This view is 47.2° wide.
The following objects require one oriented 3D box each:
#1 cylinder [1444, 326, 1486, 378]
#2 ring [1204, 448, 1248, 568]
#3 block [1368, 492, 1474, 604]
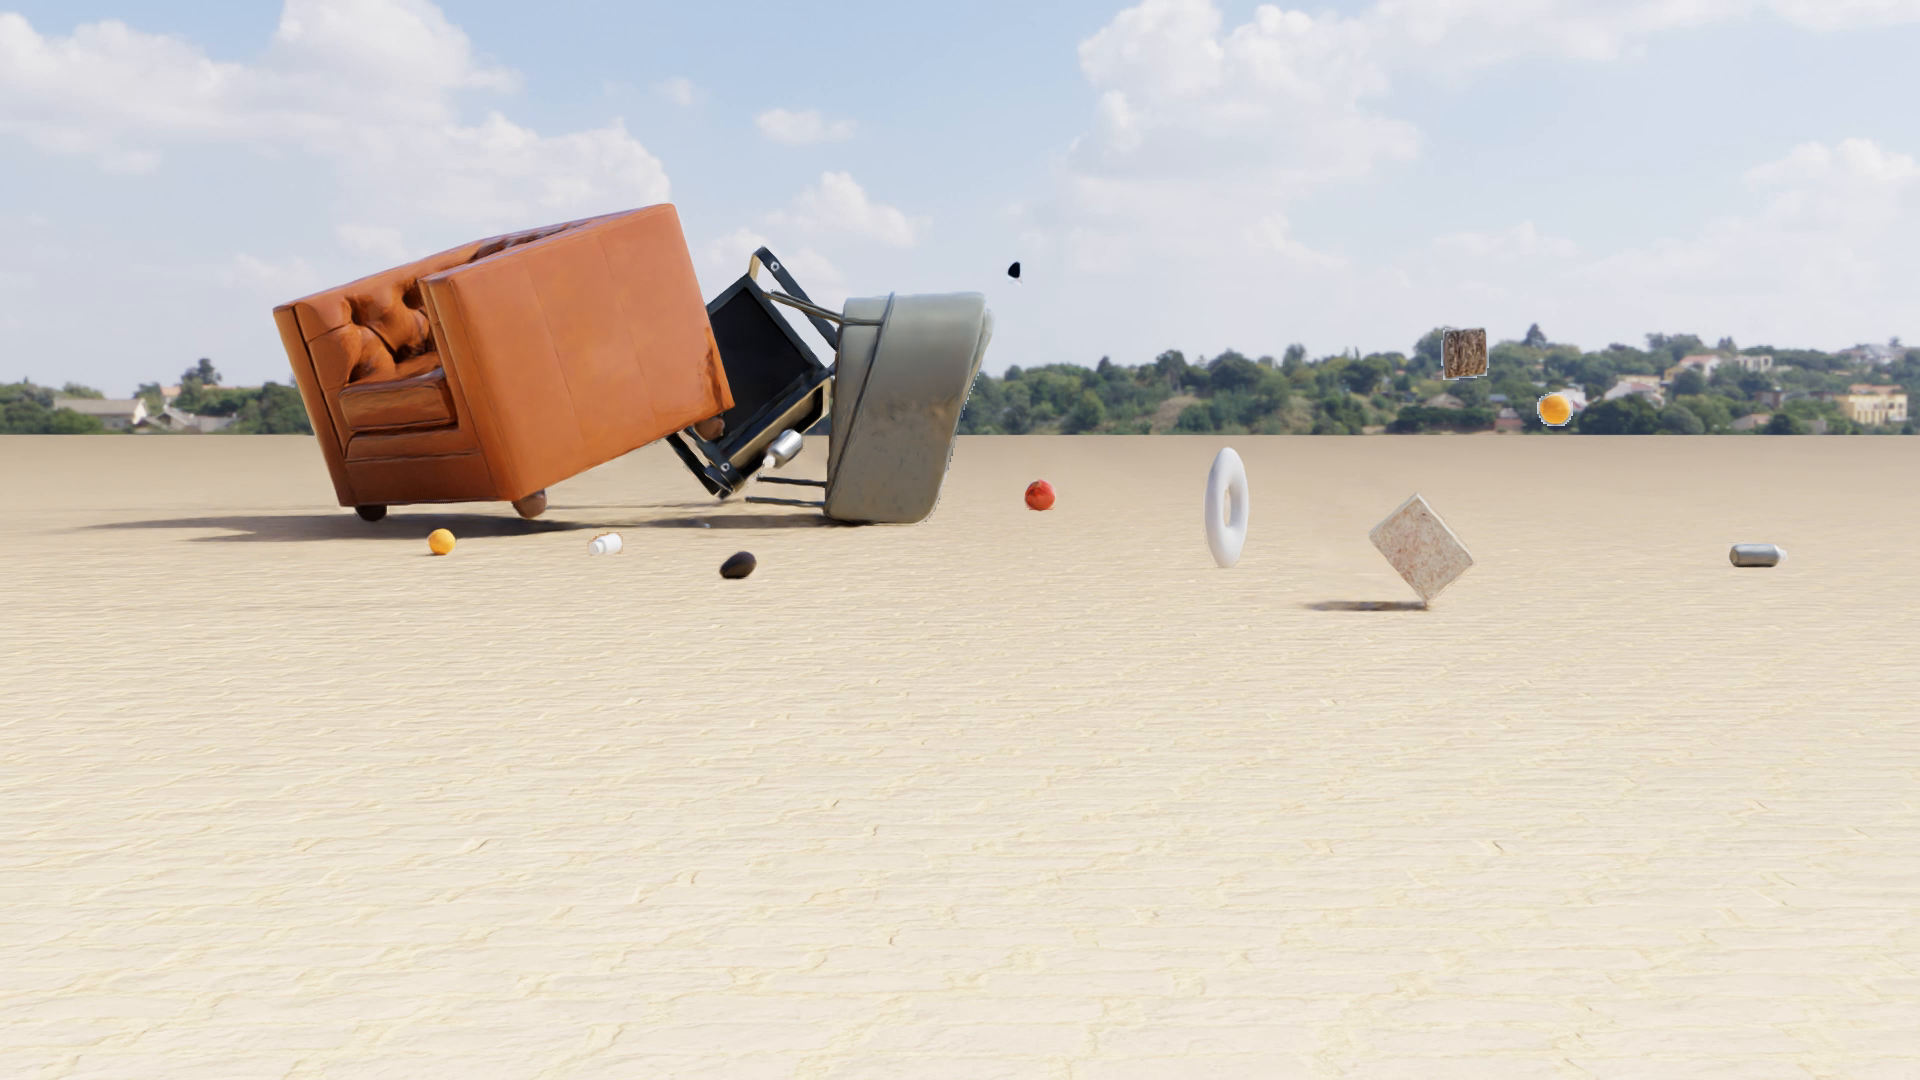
[{"bbox_3d":[1.283,-0.477,5.586,0.096,0.128,0.055,-6,27,-1],"label":"cylinder"},{"bbox_3d":[0.668,-0.080,5.509,0.133,0.309,0.047,9,-10,-37],"label":"ring"},{"bbox_3d":[0.956,0.013,4.564,0.130,0.174,0.191,-41,-4,11],"label":"block"}]
